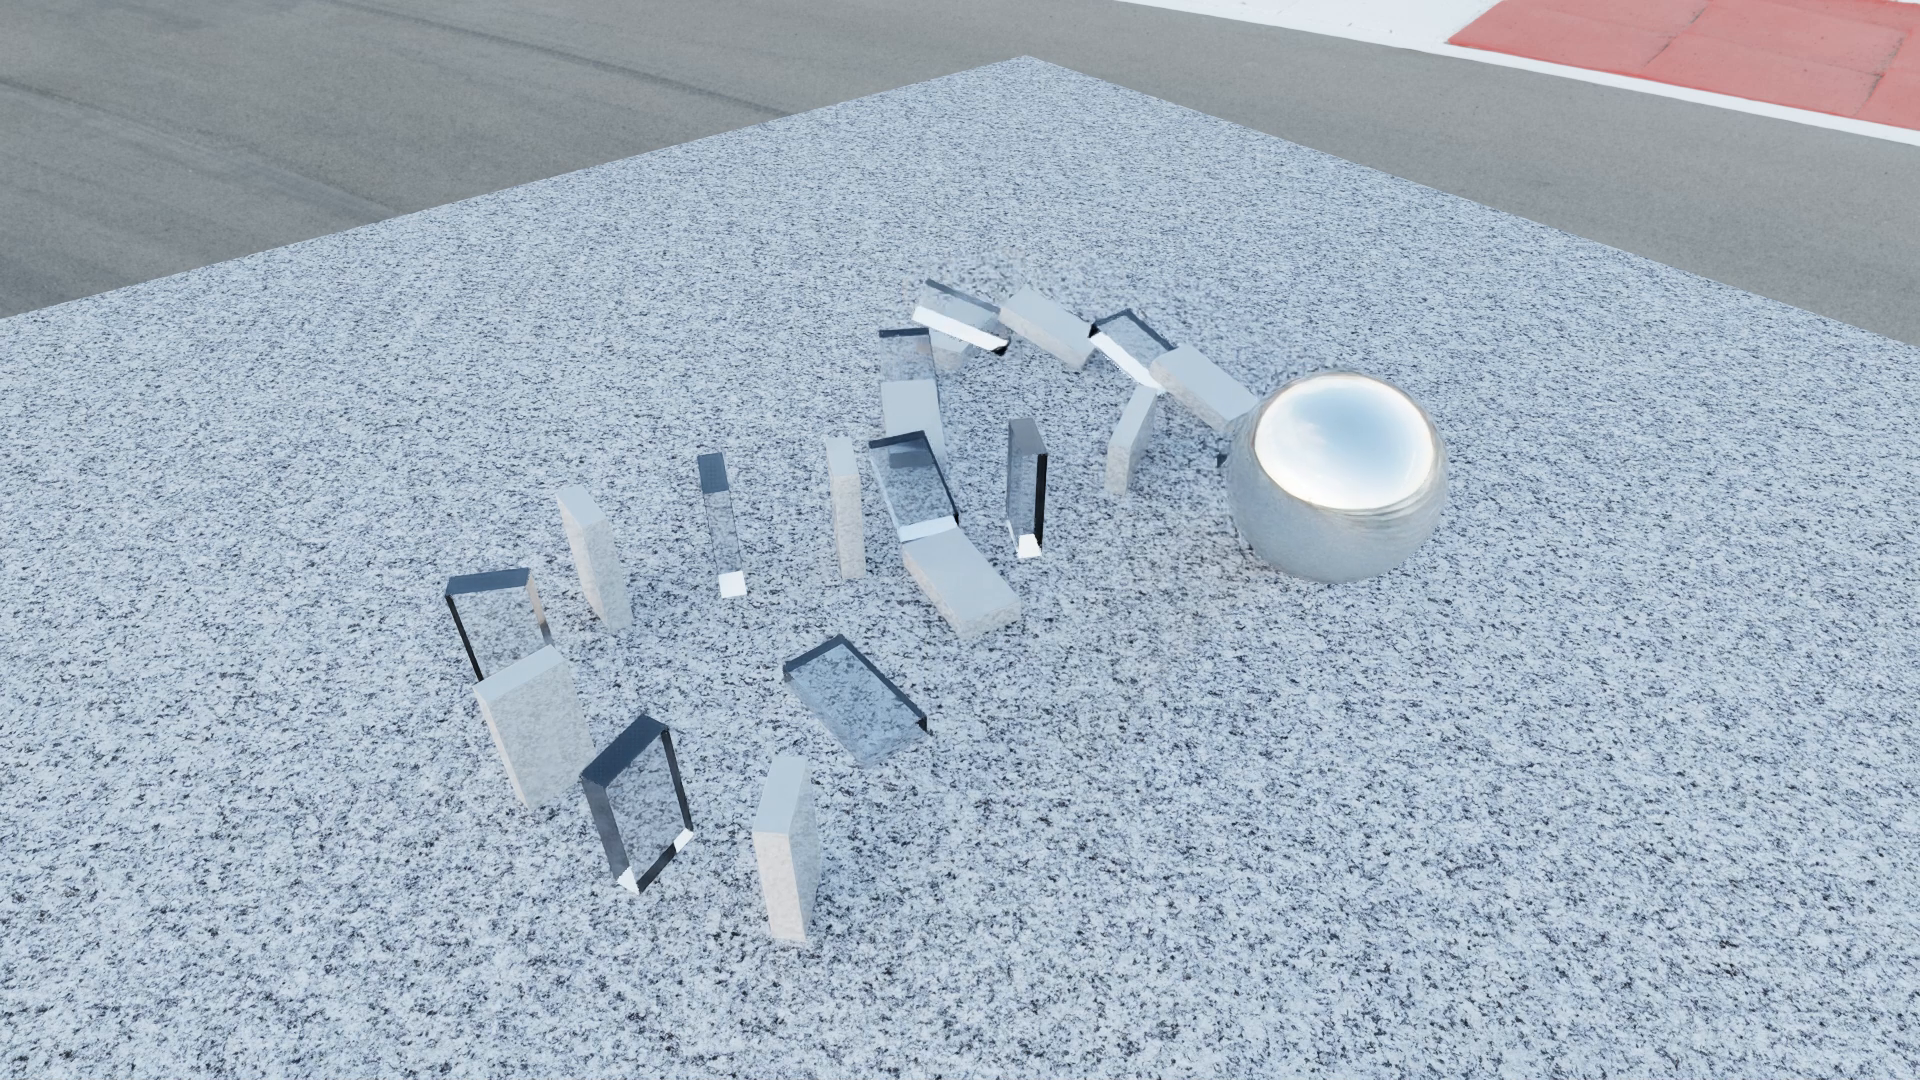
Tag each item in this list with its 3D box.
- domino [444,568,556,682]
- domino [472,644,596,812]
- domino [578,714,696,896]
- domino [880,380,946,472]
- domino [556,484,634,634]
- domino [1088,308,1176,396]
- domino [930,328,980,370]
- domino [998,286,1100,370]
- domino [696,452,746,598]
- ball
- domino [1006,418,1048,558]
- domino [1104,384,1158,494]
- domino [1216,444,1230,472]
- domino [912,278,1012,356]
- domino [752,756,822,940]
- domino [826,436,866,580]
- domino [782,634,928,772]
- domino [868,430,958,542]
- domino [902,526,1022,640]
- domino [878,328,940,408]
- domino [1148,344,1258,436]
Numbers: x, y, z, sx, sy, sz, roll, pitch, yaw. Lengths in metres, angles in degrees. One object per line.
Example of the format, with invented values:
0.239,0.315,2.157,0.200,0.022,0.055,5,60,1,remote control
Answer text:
-0.153,0.033,0.372,0.025,0.050,0.010,-7,40,-8,domino
-0.130,0.059,0.340,0.025,0.050,0.009,-32,49,-33,domino
-0.092,0.077,0.318,0.009,0.050,0.025,20,43,22,domino
-0.021,-0.052,0.499,0.025,0.010,0.050,-5,51,-6,domino
-0.133,0.007,0.403,0.009,0.050,0.025,-25,46,-27,domino
0.091,-0.094,0.550,0.025,0.009,0.050,-27,59,-29,domino
0.000,-0.107,0.575,0.025,0.010,0.050,17,42,19,domino
0.047,-0.109,0.563,0.050,0.009,0.025,33,46,8,domino
-0.090,-0.005,0.418,0.009,0.050,0.025,-10,40,-12,domino
0.141,-0.024,0.417,0.080,0.080,0.080,0,39,0,ball
0.026,-0.020,0.436,0.010,0.050,0.025,-6,40,-8,domino
0.076,-0.045,0.486,0.010,0.025,0.050,14,41,16,domino
0.140,-0.041,0.494,0.025,0.009,0.050,31,48,32,domino
0.003,-0.114,0.562,0.050,0.010,0.025,21,46,-7,domino
-0.047,0.086,0.306,0.010,0.050,0.025,3,39,4,domino
-0.044,-0.012,0.426,0.009,0.050,0.025,-8,40,-9,domino
-0.036,0.055,0.377,0.025,0.010,0.050,-27,47,-29,domino
-0.020,-0.023,0.464,0.025,0.010,0.050,-13,52,-12,domino
0.000,0.016,0.424,0.025,0.010,0.050,-19,43,-21,domino
-0.025,-0.083,0.537,0.025,0.010,0.050,-5,51,-6,domino
0.116,-0.072,0.523,0.025,0.009,0.050,-27,59,-29,domino
